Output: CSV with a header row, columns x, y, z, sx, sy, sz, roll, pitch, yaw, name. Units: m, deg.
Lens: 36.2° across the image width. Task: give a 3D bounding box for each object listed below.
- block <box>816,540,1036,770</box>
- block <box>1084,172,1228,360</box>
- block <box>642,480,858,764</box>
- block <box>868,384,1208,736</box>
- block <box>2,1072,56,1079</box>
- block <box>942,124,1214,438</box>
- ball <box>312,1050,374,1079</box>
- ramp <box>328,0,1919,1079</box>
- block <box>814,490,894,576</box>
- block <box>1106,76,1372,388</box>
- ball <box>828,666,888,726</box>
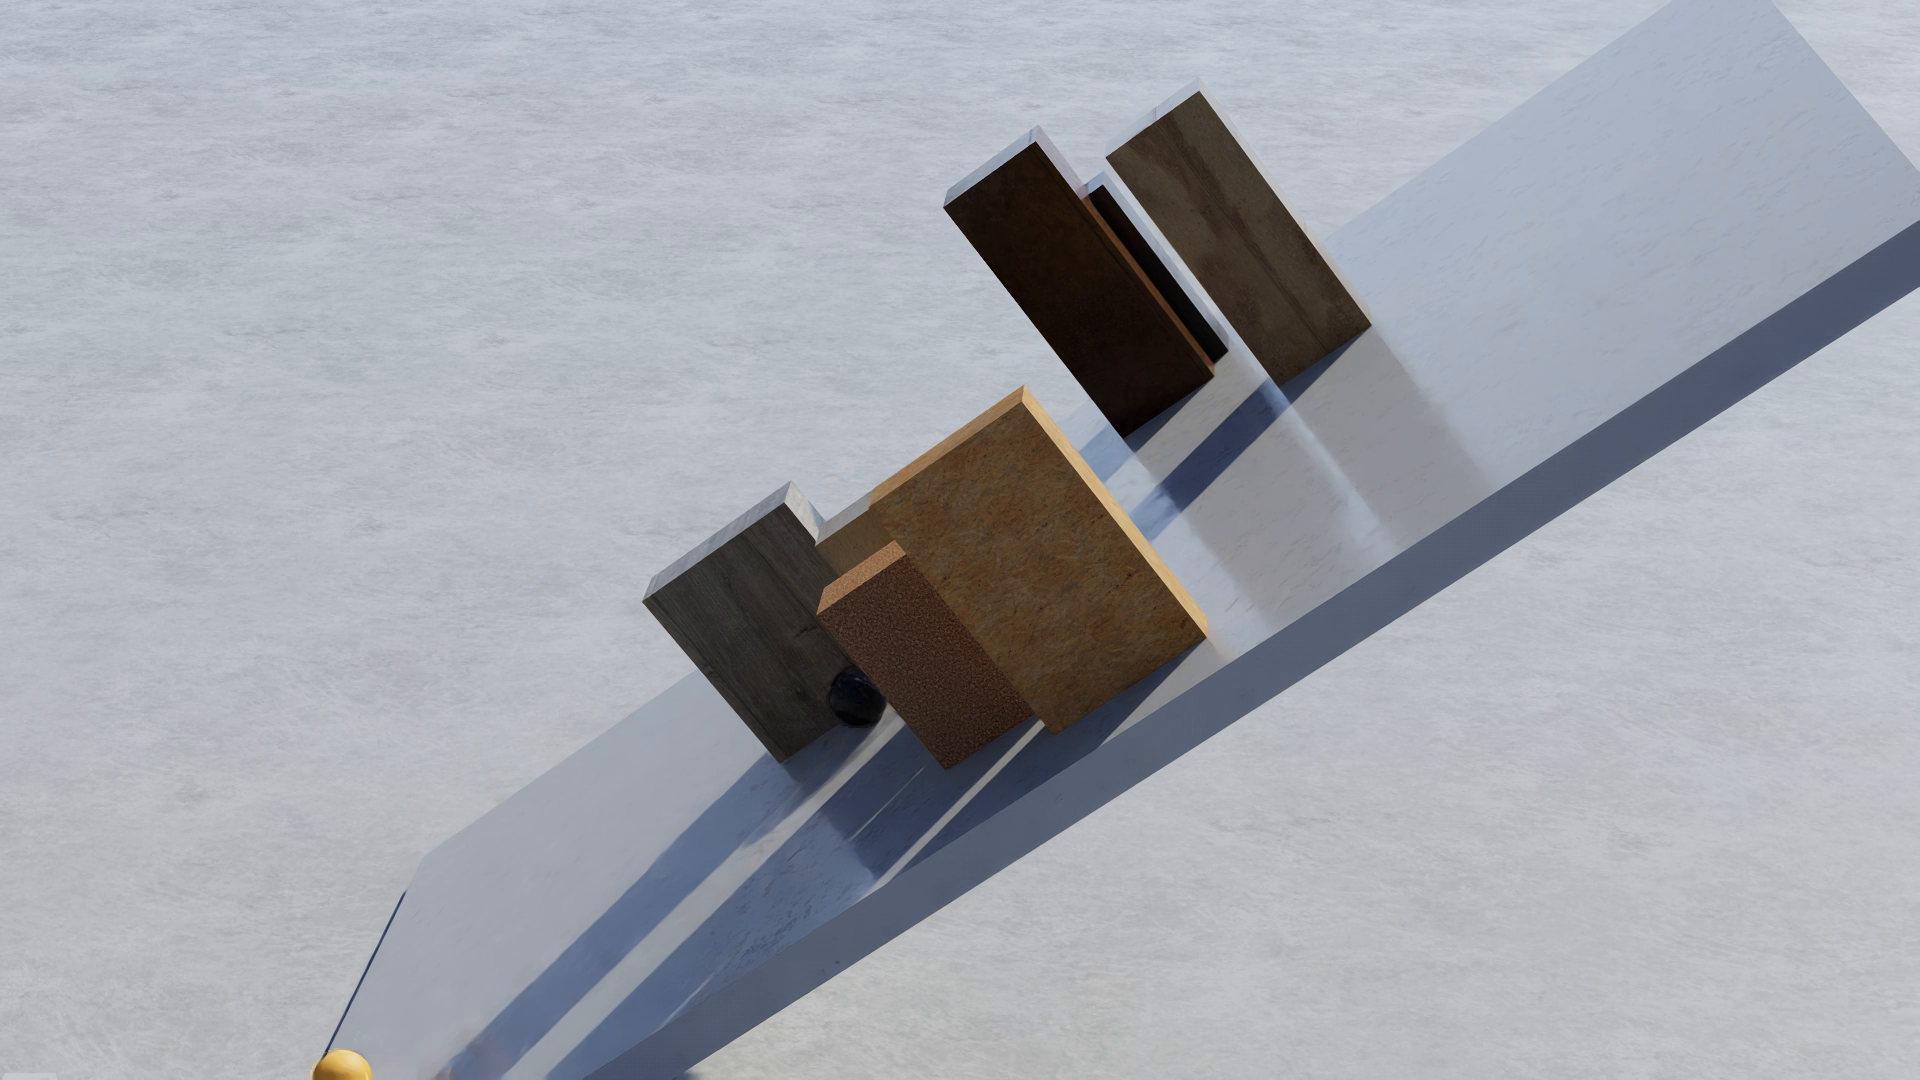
x,y,z,sx,sy,sz,roll,pitch,yaw,name
-0.030,0.194,5.687,0.293,0.409,0.129,-34,16,16,block
0.366,-0.567,6.780,0.272,0.489,0.118,-34,16,16,block
-0.379,0.180,6.388,0.395,0.477,0.130,-34,16,16,block
0.147,0.042,5.415,0.349,0.568,0.093,-34,16,16,block
-2.137,1.302,6.731,0.116,0.116,0.116,0,23,0,block
0.274,-0.583,6.677,0.258,0.679,0.145,-34,16,16,block
-1.348,1.180,6.421,0.131,0.131,0.131,0,23,0,ball
0.129,0.179,6.322,4.000,0.100,2.000,-34,16,16,ramp
-0.031,0.069,5.992,0.320,0.434,0.112,-34,16,16,block
0.592,-0.650,6.239,0.241,0.628,0.122,-34,16,16,block
-0.215,0.331,6.245,0.129,0.129,0.129,0,23,0,ball
